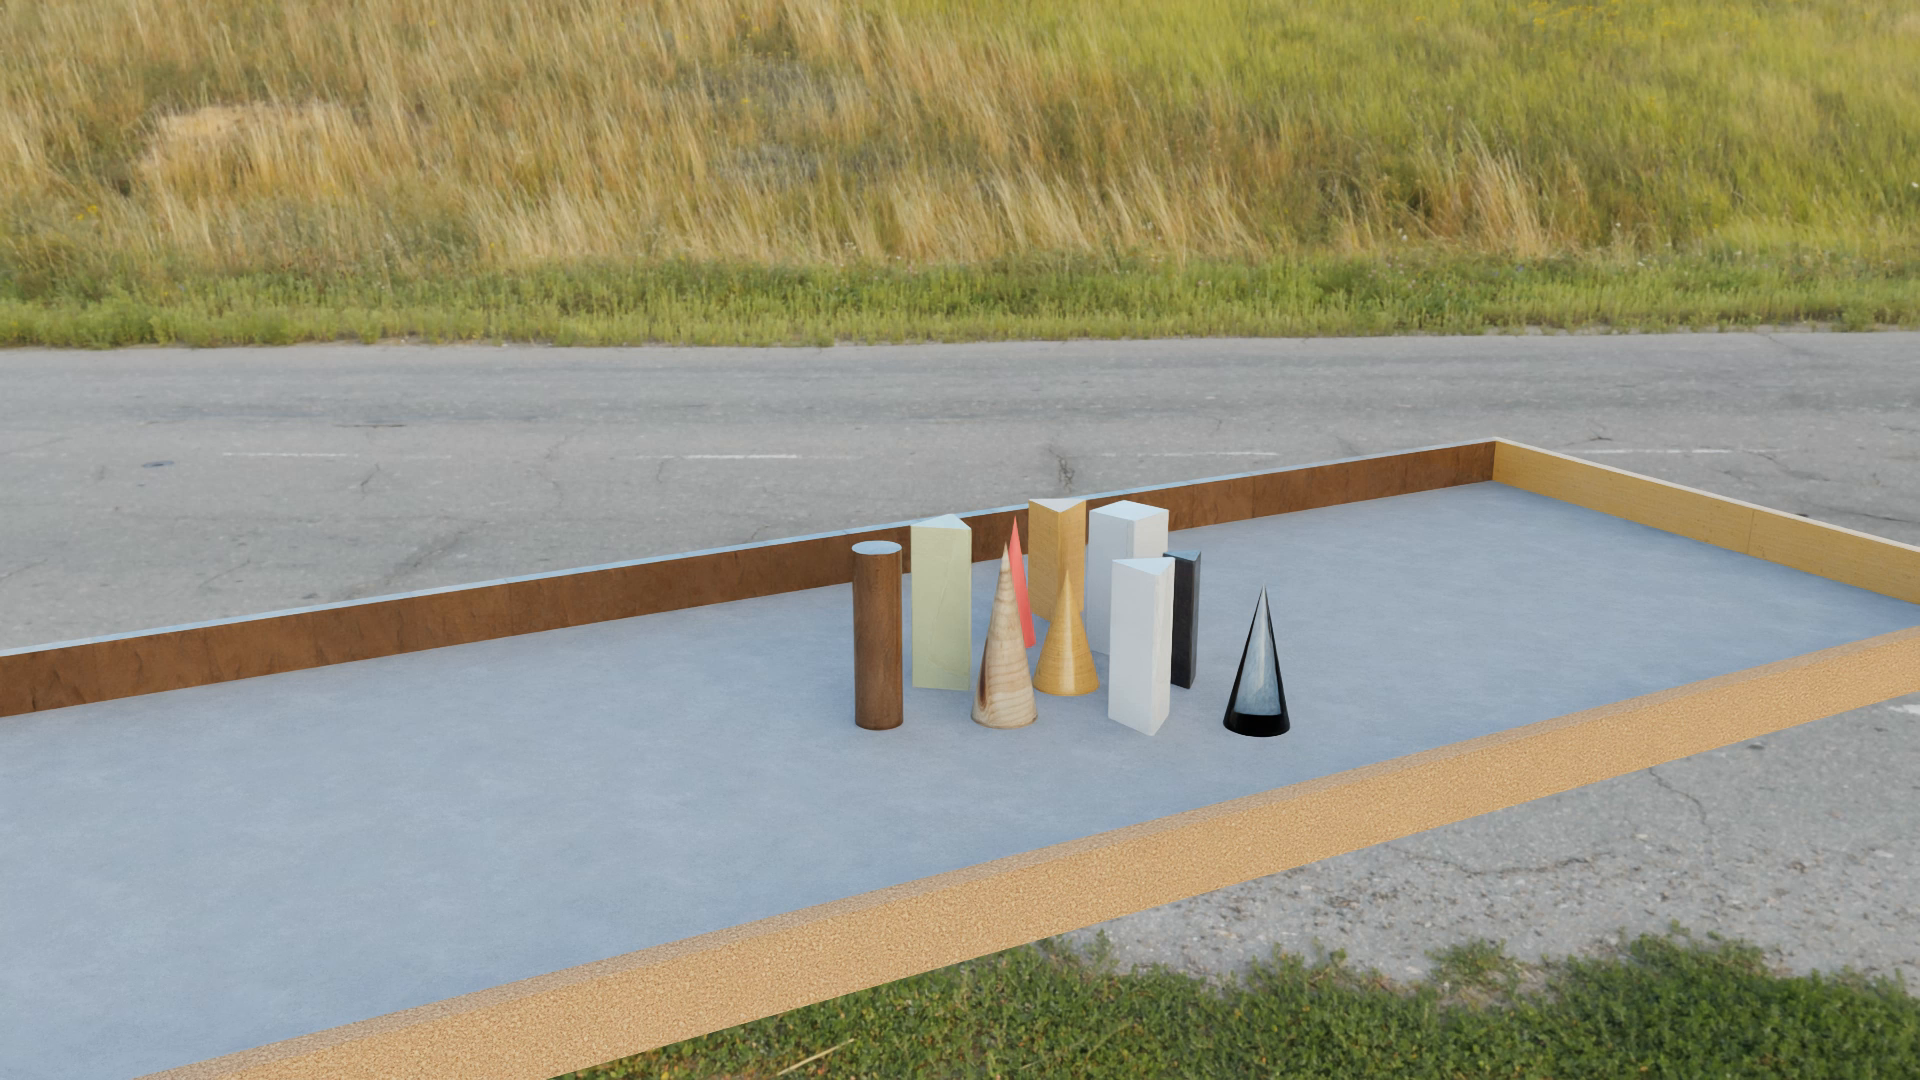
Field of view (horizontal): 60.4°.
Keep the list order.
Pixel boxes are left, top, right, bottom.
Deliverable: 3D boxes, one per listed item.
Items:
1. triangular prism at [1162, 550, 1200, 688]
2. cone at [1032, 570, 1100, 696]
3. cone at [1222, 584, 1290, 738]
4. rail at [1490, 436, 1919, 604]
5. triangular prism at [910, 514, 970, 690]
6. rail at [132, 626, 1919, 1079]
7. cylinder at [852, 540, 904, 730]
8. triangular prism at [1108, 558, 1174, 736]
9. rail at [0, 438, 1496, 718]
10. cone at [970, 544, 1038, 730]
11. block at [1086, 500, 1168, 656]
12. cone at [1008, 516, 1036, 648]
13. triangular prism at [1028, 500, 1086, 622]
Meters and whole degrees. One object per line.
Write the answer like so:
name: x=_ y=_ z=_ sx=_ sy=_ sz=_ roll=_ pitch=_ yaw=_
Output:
triangular prism: x=0.565 y=0.192 z=4.111 sx=0.086 sy=0.333 sz=0.099 roll=-15 pitch=22 yaw=-41
cone: x=0.264 y=0.214 z=4.089 sx=0.171 sy=0.304 sz=0.171 roll=0 pitch=16 yaw=0
cone: x=0.698 y=0.263 z=3.831 sx=0.157 sy=0.355 sz=0.157 roll=0 pitch=16 yaw=0
rail: x=2.466 y=-0.048 z=5.253 sx=0.050 sy=0.150 sz=2.100 roll=-9 pitch=18 yaw=-27
triangular prism: x=-0.034 y=0.152 z=4.101 sx=0.147 sy=0.416 sz=0.127 roll=3 pitch=17 yaw=11
rail: x=-2.336 y=1.006 z=1.665 sx=12.000 sy=0.150 sz=0.050 roll=-9 pitch=18 yaw=-27
cylinder: x=-0.191 y=0.223 z=3.838 sx=0.114 sy=0.428 sz=0.114 roll=0 pitch=16 yaw=0
triangular prism: x=0.448 y=0.239 z=3.851 sx=0.127 sy=0.390 sz=0.147 roll=-13 pitch=21 yaw=-37
rail: x=-3.305 y=0.497 z=3.399 sx=12.000 sy=0.150 sz=0.050 roll=-9 pitch=18 yaw=-27
cone: x=0.105 y=0.210 z=3.865 sx=0.160 sy=0.438 sz=0.160 roll=0 pitch=16 yaw=0
block: x=0.438 y=0.105 z=4.327 sx=0.146 sy=0.379 sz=0.146 roll=15 pitch=22 yaw=41
cone: x=0.145 y=0.104 z=4.378 sx=0.119 sy=0.351 sz=0.119 roll=0 pitch=16 yaw=0
triangular prism: x=0.290 y=0.052 z=4.604 sx=0.135 sy=0.324 sz=0.155 roll=-9 pitch=19 yaw=-29
